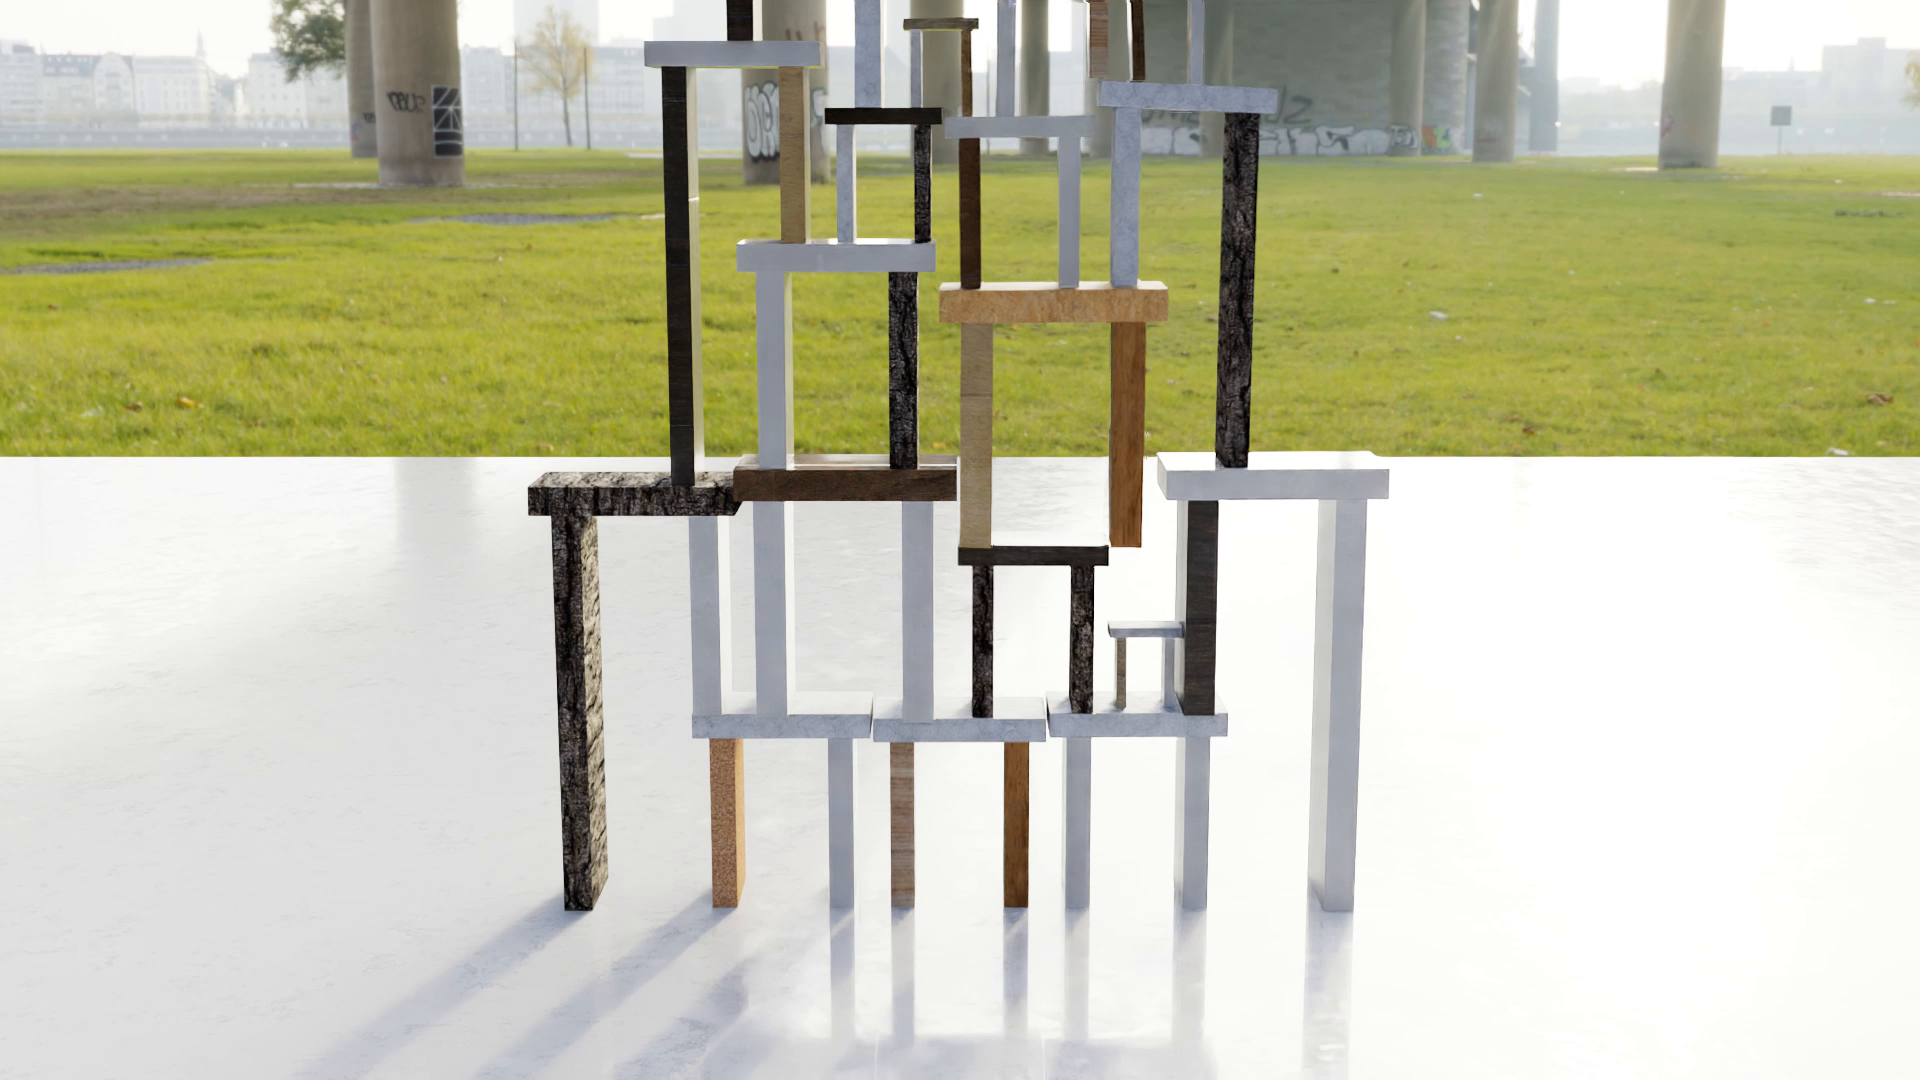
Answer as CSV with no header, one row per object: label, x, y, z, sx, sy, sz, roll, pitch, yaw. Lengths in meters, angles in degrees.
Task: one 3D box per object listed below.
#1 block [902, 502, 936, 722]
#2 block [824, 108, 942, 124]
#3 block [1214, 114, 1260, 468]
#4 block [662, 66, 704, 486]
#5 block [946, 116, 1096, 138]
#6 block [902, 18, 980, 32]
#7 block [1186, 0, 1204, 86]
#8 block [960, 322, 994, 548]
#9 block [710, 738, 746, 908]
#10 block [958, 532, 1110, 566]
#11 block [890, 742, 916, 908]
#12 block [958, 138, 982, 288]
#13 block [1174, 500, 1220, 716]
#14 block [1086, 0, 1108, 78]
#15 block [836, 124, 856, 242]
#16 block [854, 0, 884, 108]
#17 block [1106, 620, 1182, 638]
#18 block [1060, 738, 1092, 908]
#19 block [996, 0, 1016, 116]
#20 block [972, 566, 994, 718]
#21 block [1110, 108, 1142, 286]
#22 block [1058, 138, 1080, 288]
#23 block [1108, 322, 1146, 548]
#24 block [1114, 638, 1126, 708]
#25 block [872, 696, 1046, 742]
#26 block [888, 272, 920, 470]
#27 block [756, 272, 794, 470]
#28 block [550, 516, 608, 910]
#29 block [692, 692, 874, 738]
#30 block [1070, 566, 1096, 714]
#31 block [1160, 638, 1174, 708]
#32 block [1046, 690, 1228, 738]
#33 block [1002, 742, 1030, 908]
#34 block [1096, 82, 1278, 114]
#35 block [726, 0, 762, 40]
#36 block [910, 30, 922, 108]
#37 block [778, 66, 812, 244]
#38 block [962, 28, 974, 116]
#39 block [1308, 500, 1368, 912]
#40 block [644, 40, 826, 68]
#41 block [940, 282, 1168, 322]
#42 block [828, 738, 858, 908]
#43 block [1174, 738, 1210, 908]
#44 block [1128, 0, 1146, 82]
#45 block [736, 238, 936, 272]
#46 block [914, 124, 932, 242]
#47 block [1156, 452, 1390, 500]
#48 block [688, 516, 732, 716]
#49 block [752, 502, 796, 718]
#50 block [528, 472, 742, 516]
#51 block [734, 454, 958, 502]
block,-0.067,0.100,3.574,0.050,0.359,0.175,0,11,0
block,-0.118,-0.662,3.437,0.181,0.026,0.090,0,11,0
block,0.438,-0.397,3.485,0.038,0.548,0.135,0,11,0
block,-0.438,-0.417,3.483,0.038,0.648,0.134,0,11,0
block,0.094,-0.645,3.438,0.230,0.033,0.115,0,10,2
block,-0.029,-0.800,3.412,0.118,0.017,0.059,-1,10,1
block,0.365,-0.775,3.411,0.020,0.138,0.069,0,11,1
block,0.028,-0.178,3.524,0.050,0.354,0.177,0,11,1
block,-0.385,0.448,3.646,0.041,0.287,0.144,0,11,0
block,0.118,0.014,3.554,0.241,0.034,0.121,0,11,1
block,-0.094,0.452,3.647,0.040,0.280,0.140,0,11,0
block,0.017,-0.515,3.462,0.033,0.230,0.115,0,10,2
block,0.384,0.093,3.582,0.050,0.351,0.175,0,11,0
block,0.212,-0.821,3.412,0.029,0.204,0.102,-1,11,1
block,-0.179,-0.561,3.456,0.026,0.181,0.090,0,11,0
block,-0.140,-0.866,3.396,0.041,0.389,0.145,0,11,0
block,0.300,0.145,3.583,0.116,0.016,0.058,0,11,-1
block,0.192,0.448,3.647,0.041,0.288,0.144,0,11,0
block,0.073,-0.786,3.417,0.029,0.250,0.102,1,11,1
block,0.037,0.153,3.584,0.034,0.250,0.121,0,11,0
block,0.260,-0.540,3.456,0.038,0.270,0.135,1,10,2
block,0.171,-0.516,3.459,0.033,0.230,0.115,0,10,2
block,0.266,-0.175,3.511,0.050,0.354,0.177,1,9,3
block,0.262,0.210,3.595,0.016,0.116,0.058,0,11,-1
block,0.000,0.295,3.618,0.280,0.040,0.140,0,11,0
block,-0.089,-0.277,3.504,0.044,0.308,0.154,0,11,0
block,-0.294,-0.277,3.504,0.044,0.308,0.154,0,11,0
block,-0.622,0.269,3.609,0.046,0.654,0.163,0,11,0
block,-0.289,0.287,3.616,0.287,0.041,0.144,0,11,0
block,0.198,0.150,3.579,0.034,0.241,0.121,0,11,0
block,0.339,0.210,3.596,0.016,0.116,0.058,0,11,-1
block,0.288,0.286,3.618,0.288,0.041,0.144,0,11,-1
block,0.093,0.452,3.647,0.040,0.280,0.140,0,11,0
block,0.352,-0.689,3.429,0.270,0.038,0.135,3,11,0
block,-0.334,-0.915,3.387,0.041,0.290,0.145,0,11,0
block,-0.068,-0.733,3.425,0.017,0.118,0.059,0,11,0
block,-0.258,-0.604,3.449,0.038,0.268,0.134,0,11,0
block,0.012,-0.727,3.428,0.017,0.133,0.059,0,10,2
block,0.618,0.255,3.611,0.050,0.680,0.176,0,11,0
block,-0.348,-0.754,3.420,0.268,0.038,0.134,0,11,0
block,0.147,-0.377,3.484,0.354,0.050,0.177,0,10,2
block,-0.193,0.448,3.646,0.041,0.287,0.144,0,11,0
block,0.384,0.447,3.649,0.041,0.288,0.144,0,11,-1
block,0.274,-0.783,3.413,0.020,0.138,0.069,-3,11,1
block,-0.192,-0.450,3.472,0.308,0.044,0.154,0,11,0
block,-0.058,-0.561,3.456,0.026,0.181,0.090,0,11,0
block,0.500,-0.104,3.544,0.351,0.050,0.175,0,11,0
block,-0.405,0.108,3.579,0.046,0.326,0.163,0,11,0
block,-0.301,0.096,3.573,0.050,0.351,0.175,0,11,0
block,-0.518,-0.075,3.545,0.326,0.046,0.163,0,11,0
block,-0.180,-0.101,3.536,0.351,0.050,0.175,0,11,0
